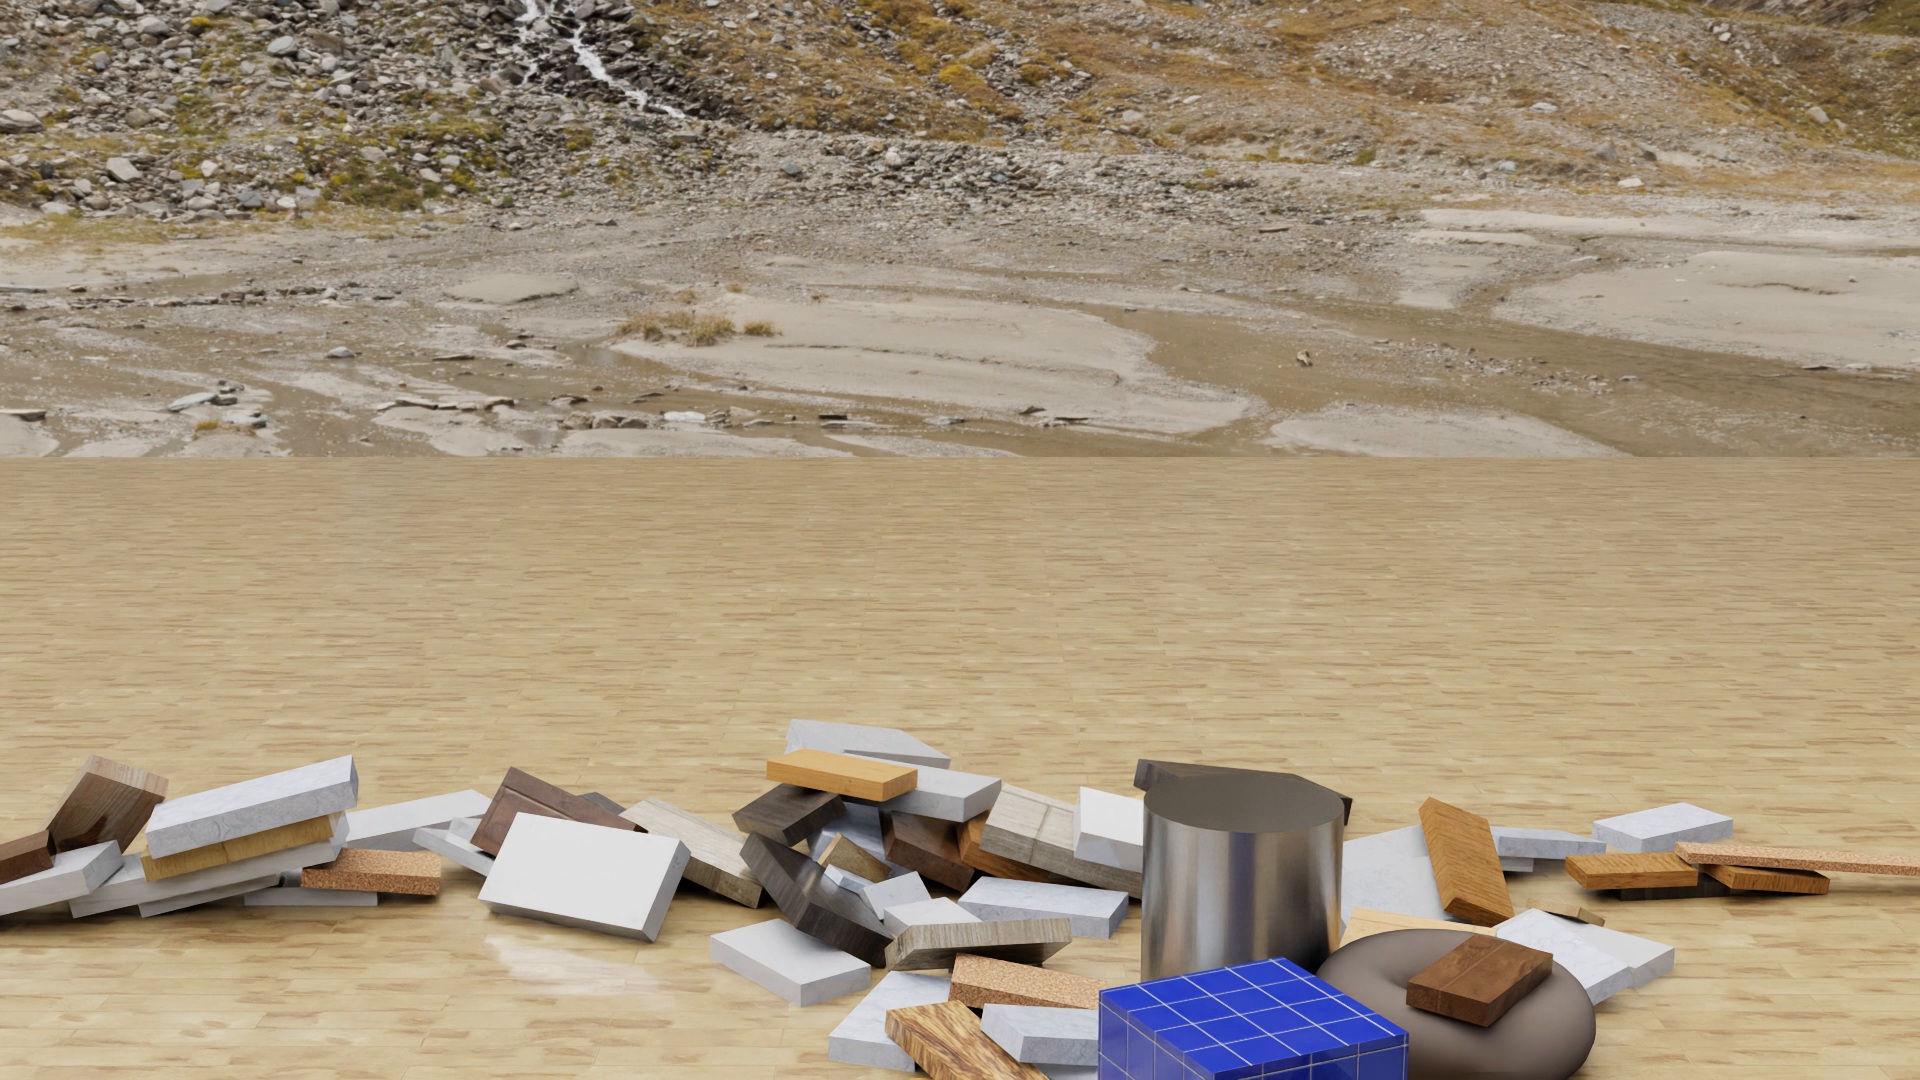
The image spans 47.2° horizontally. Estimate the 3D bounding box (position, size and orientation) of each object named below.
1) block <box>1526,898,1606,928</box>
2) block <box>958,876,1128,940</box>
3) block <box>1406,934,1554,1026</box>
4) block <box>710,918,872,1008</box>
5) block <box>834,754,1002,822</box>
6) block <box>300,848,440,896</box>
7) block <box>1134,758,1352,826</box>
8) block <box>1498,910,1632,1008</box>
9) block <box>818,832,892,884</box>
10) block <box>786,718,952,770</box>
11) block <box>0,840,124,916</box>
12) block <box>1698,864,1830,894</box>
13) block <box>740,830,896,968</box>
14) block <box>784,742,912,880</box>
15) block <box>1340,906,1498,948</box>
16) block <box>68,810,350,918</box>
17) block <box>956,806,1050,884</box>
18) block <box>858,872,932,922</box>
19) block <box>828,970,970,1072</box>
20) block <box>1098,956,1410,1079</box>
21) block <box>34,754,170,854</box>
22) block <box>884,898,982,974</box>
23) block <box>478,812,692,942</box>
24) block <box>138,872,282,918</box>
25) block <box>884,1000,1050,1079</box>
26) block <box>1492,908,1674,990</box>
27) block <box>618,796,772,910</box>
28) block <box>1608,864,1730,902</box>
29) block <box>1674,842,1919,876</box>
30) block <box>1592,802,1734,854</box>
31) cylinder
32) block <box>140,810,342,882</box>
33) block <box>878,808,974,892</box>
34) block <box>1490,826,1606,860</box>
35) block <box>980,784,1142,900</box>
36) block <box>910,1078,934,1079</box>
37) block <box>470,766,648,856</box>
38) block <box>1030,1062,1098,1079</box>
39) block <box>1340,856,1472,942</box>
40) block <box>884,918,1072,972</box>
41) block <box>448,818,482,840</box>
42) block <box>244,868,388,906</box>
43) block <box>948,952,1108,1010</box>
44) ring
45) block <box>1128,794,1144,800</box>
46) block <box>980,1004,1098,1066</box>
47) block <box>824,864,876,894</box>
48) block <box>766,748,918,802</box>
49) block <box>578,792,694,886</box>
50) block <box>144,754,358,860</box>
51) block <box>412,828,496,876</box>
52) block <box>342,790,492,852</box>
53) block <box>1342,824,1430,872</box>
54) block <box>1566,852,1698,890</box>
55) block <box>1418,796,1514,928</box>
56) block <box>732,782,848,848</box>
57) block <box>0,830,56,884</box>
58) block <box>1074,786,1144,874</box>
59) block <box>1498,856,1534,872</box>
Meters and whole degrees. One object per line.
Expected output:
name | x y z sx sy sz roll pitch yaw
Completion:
block | 0.959 0.592 3.486 0.058 0.016 0.116 28 -13 -25
block | 0.135 0.593 3.555 0.250 0.035 0.125 4 11 18
block | 0.694 0.584 2.929 0.112 0.032 0.224 10 13 35
block | -0.258 0.636 3.322 0.125 0.035 0.250 -8 13 -37
block | -0.101 0.432 3.851 0.311 0.043 0.153 7 9 25
block | -0.972 0.546 3.637 0.219 0.031 0.109 6 11 -14
block | 0.517 0.461 4.017 0.359 0.051 0.180 8 5 -29
block | 0.880 0.627 3.265 0.112 0.032 0.224 -23 19 -15
block | -0.173 0.537 3.627 0.118 0.059 0.017 38 -4 -30
block | -0.174 0.405 4.249 0.153 0.043 0.305 25 9 41
block | -1.517 0.558 3.533 0.295 0.042 0.148 -14 10 2
block | 1.344 0.558 3.679 0.189 0.027 0.095 6 10 -18
block | -0.229 0.564 3.480 0.160 0.045 0.365 29 0 -22
block | -0.207 0.484 3.947 0.170 0.048 0.594 20 6 -13
block | 0.689 0.618 3.317 0.219 0.031 0.109 5 36 26
block | -1.226 0.527 3.603 0.422 0.042 0.148 -12 13 -4
block | 0.069 0.518 3.798 0.144 0.041 0.287 23 8 -7
block | -0.104 0.580 3.571 0.118 0.059 0.017 -10 -28 -43
block | -0.081 0.677 3.105 0.125 0.035 0.250 3 11 18
block | 0.334 0.667 2.550 0.256 0.256 0.256 -5 12 -25
block | -1.431 0.462 3.647 0.131 0.262 0.037 25 37 -29
block | -0.021 0.616 3.441 0.112 0.032 0.223 -6 12 -27
block | -0.605 0.540 3.538 0.320 0.160 0.045 5 -33 26
block | -1.231 0.562 3.621 0.219 0.031 0.109 -13 13 -9
block | 0.008 0.685 2.915 0.112 0.032 0.265 -2 14 -28
block | 0.956 0.626 3.379 0.242 0.034 0.121 10 15 44
block | -0.434 0.522 3.694 0.290 0.041 0.145 21 16 15
block | 1.179 0.573 3.687 0.189 0.027 0.095 -1 11 -7
block | 1.626 0.548 3.683 0.850 0.016 0.058 4 10 -2
block | 1.264 0.520 3.957 0.231 0.033 0.116 -6 12 -30
cylinder | 0.413 0.524 3.229 0.291 0.291 0.291 0 11 0
block | -1.166 0.477 3.579 0.295 0.042 0.148 -13 13 -8
block | -0.064 0.507 3.818 0.144 0.041 0.392 24 6 -8
block | 0.985 0.523 3.795 0.231 0.033 0.116 7 1 -25
block | 0.216 0.511 3.681 0.340 0.048 0.170 16 19 7
block | -0.036 0.735 2.833 0.073 0.021 0.146 1 11 5
block | -0.669 0.495 3.661 0.290 0.145 0.041 18 -16 31
block | 0.158 0.713 2.924 0.109 0.031 0.219 -6 12 -29
block | 0.687 0.574 3.489 0.242 0.034 0.121 -5 46 -27
block | 0.027 0.602 3.270 0.250 0.035 0.125 1 -26 -22
block | -0.786 0.523 3.800 0.179 0.025 0.090 18 0 28
block | -1.066 0.575 3.664 0.219 0.031 0.109 0 11 1
block | 0.099 0.648 3.158 0.223 0.032 0.112 11 12 2
ring | 0.674 0.646 3.019 0.386 0.129 0.386 1 12 0
block | 0.283 0.510 3.868 0.287 0.041 0.144 -4 23 -36
block | 0.167 0.667 2.953 0.250 0.035 0.125 9 5 -25
block | -0.159 0.566 3.592 0.118 0.017 0.059 28 0 -29
block | -0.202 0.401 3.767 0.232 0.033 0.116 7 10 28
block | -0.581 0.515 3.754 0.290 0.041 0.145 23 17 34
block | -1.142 0.430 3.563 0.320 0.045 0.160 -14 13 -11
block | -0.832 0.533 3.736 0.179 0.025 0.090 18 -2 27
block | -0.986 0.514 3.958 0.305 0.043 0.153 -8 13 -37
block | 0.712 0.539 3.599 0.242 0.034 0.121 -9 54 -20
block | 1.117 0.550 3.662 0.189 0.027 0.095 -1 11 -6
block | 0.819 0.524 3.557 0.116 0.033 0.231 22 33 -15
block | -0.293 0.466 3.756 0.116 0.033 0.232 -31 14 -24
block | -1.592 0.537 3.527 0.262 0.037 0.131 -18 11 -18
block | 0.360 0.505 3.651 0.340 0.048 0.170 13 19 -2
block | 0.873 0.540 3.745 0.187 0.027 0.094 7 0 -27
